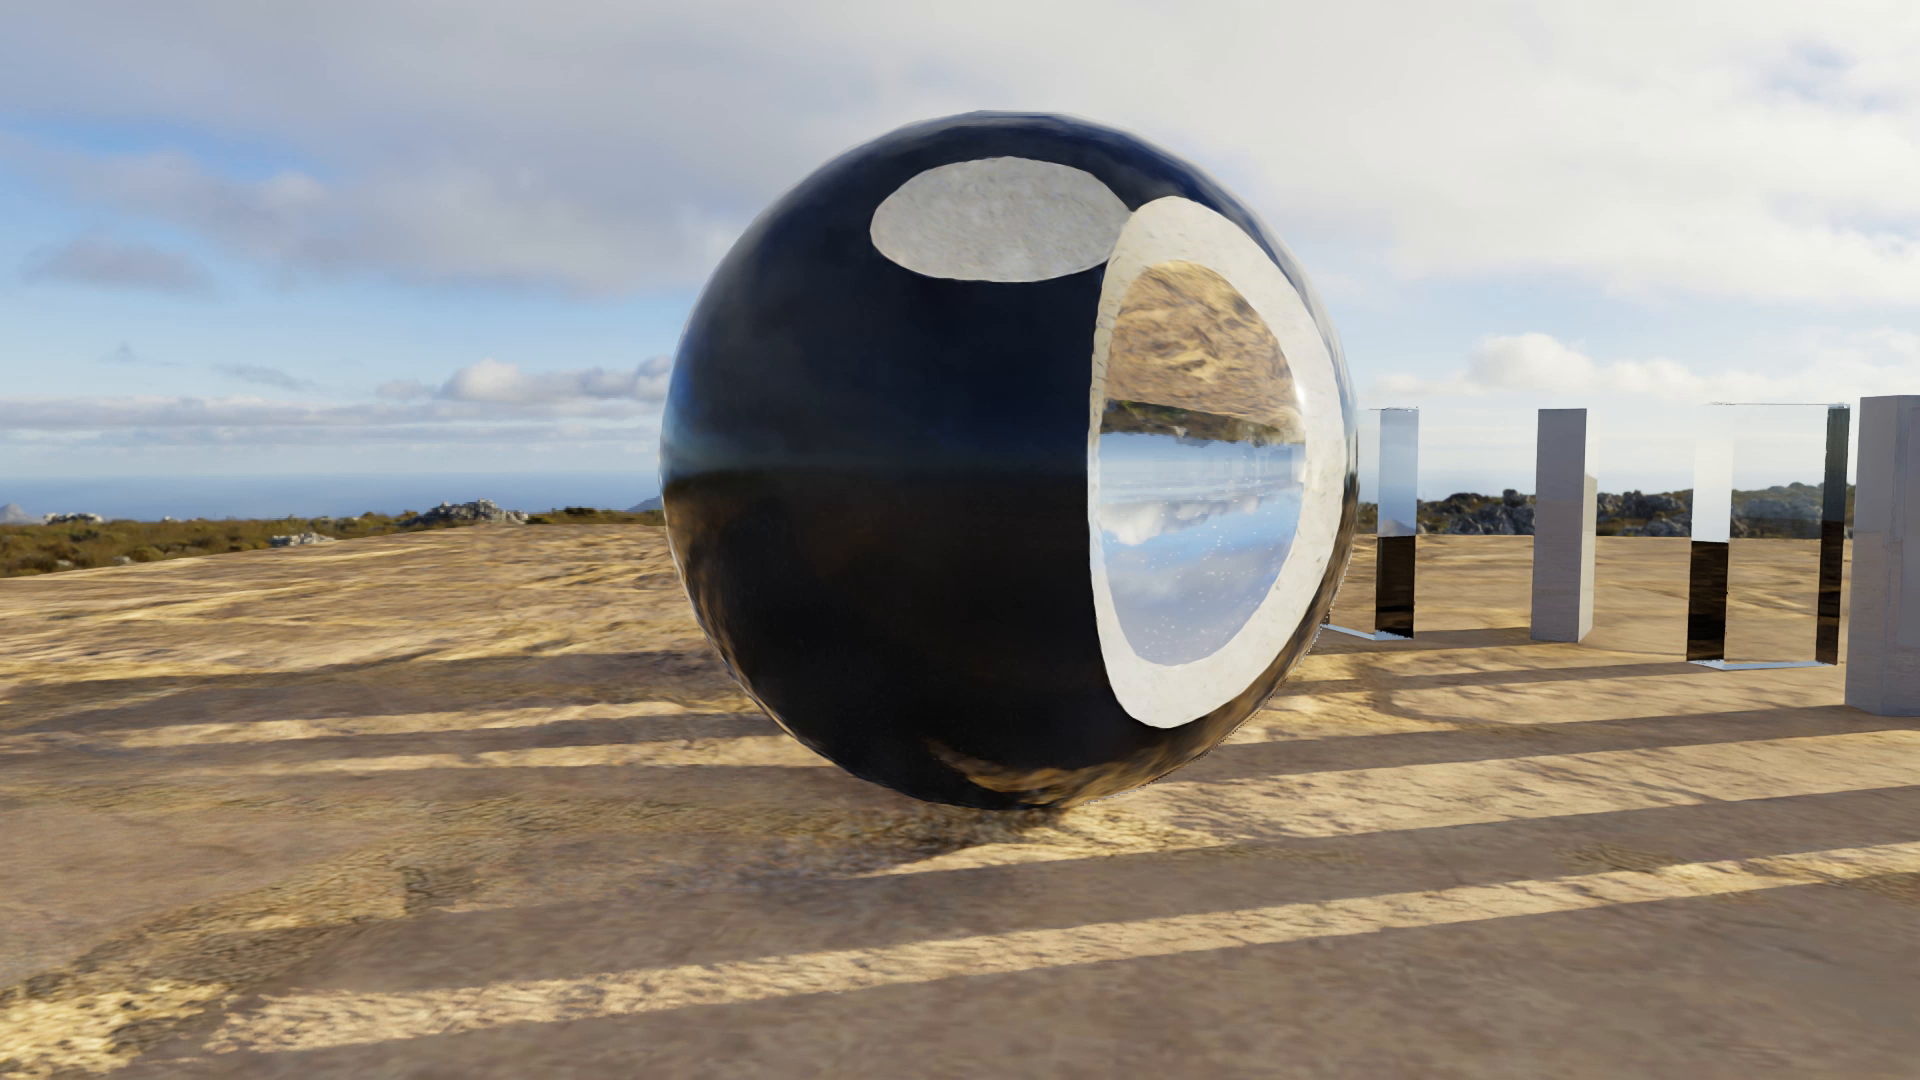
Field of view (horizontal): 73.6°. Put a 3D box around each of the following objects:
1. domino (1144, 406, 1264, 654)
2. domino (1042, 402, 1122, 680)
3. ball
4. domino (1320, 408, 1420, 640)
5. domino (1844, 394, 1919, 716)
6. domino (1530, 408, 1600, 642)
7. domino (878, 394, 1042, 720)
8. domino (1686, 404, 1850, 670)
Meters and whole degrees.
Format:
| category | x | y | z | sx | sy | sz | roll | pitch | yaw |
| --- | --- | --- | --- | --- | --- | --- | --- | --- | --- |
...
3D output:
| category | x | y | z | sx | sy | sz | roll | pitch | yaw |
| --- | --- | --- | --- | --- | --- | --- | --- | --- | --- |
| domino | 0.051 | -0.003 | 0.270 | 0.010 | 0.050 | 0.025 | -3 | 5 | -33 |
| domino | 0.017 | -0.001 | 0.241 | 0.025 | 0.050 | 0.009 | 4 | 6 | 41 |
| ball | 0.005 | -0.009 | 0.151 | 0.080 | 0.080 | 0.080 | 0 | 4 | 0 |
| domino | 0.091 | -0.004 | 0.290 | 0.009 | 0.050 | 0.025 | -1 | 4 | -15 |
| domino | 0.157 | 0.002 | 0.202 | 0.025 | 0.050 | 0.009 | 0 | 4 | 5 |
| domino | 0.135 | -0.004 | 0.286 | 0.010 | 0.050 | 0.025 | 3 | 5 | 32 |
| domino | 0.000 | 0.002 | 0.201 | 0.025 | 0.050 | 0.010 | 0 | 3 | 0 |
| domino | 0.155 | -0.001 | 0.247 | 0.025 | 0.050 | 0.009 | -1 | 4 | -10 |
